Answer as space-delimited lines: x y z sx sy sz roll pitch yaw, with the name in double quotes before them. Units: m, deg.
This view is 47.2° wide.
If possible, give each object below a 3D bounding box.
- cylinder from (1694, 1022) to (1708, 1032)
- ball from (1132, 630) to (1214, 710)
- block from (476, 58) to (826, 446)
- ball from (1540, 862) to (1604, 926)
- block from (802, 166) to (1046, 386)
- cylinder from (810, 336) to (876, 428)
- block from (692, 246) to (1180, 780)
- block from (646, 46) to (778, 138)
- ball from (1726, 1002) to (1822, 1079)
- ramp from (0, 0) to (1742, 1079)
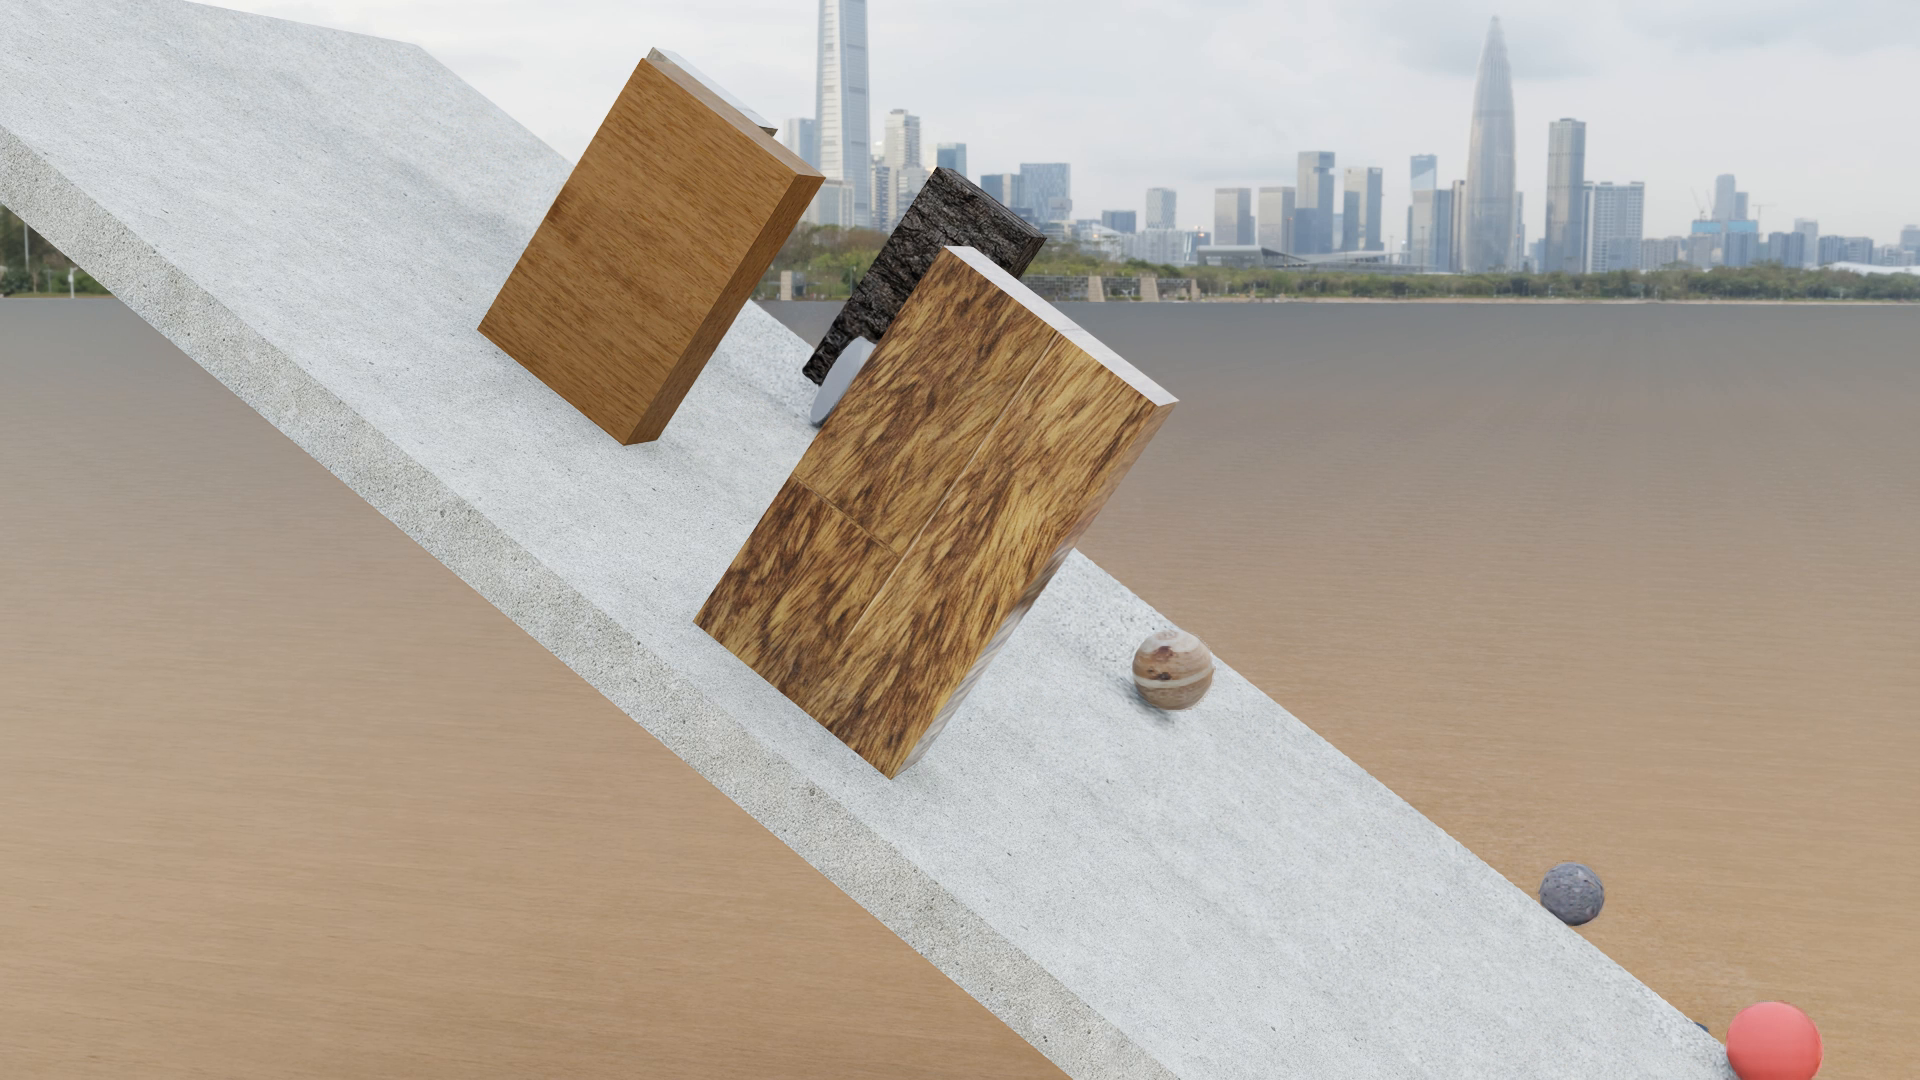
"cylinder" 1.654 1.173 4.994 0.112 0.112 0.112 -17 14 4
"ball" 0.419 0.256 4.332 0.160 0.160 0.160 0 7 0
"block" -0.538 -0.495 3.814 0.342 0.563 0.136 38 16 10
"ball" 1.346 0.779 4.837 0.139 0.139 0.139 0 7 0
"block" -0.081 -0.519 4.861 0.262 0.548 0.132 38 16 10
"cylinder" -0.171 -0.286 4.625 0.207 0.207 0.207 30 -3 -18
"block" -0.042 -0.040 3.262 0.386 0.687 0.146 38 16 10
"block" -0.611 -0.680 4.332 0.267 0.498 0.102 38 16 10
"ball" 1.684 1.050 4.554 0.187 0.187 0.187 0 7 0
"ramp" -0.084 0.153 4.079 4.000 0.100 2.000 38 16 10
